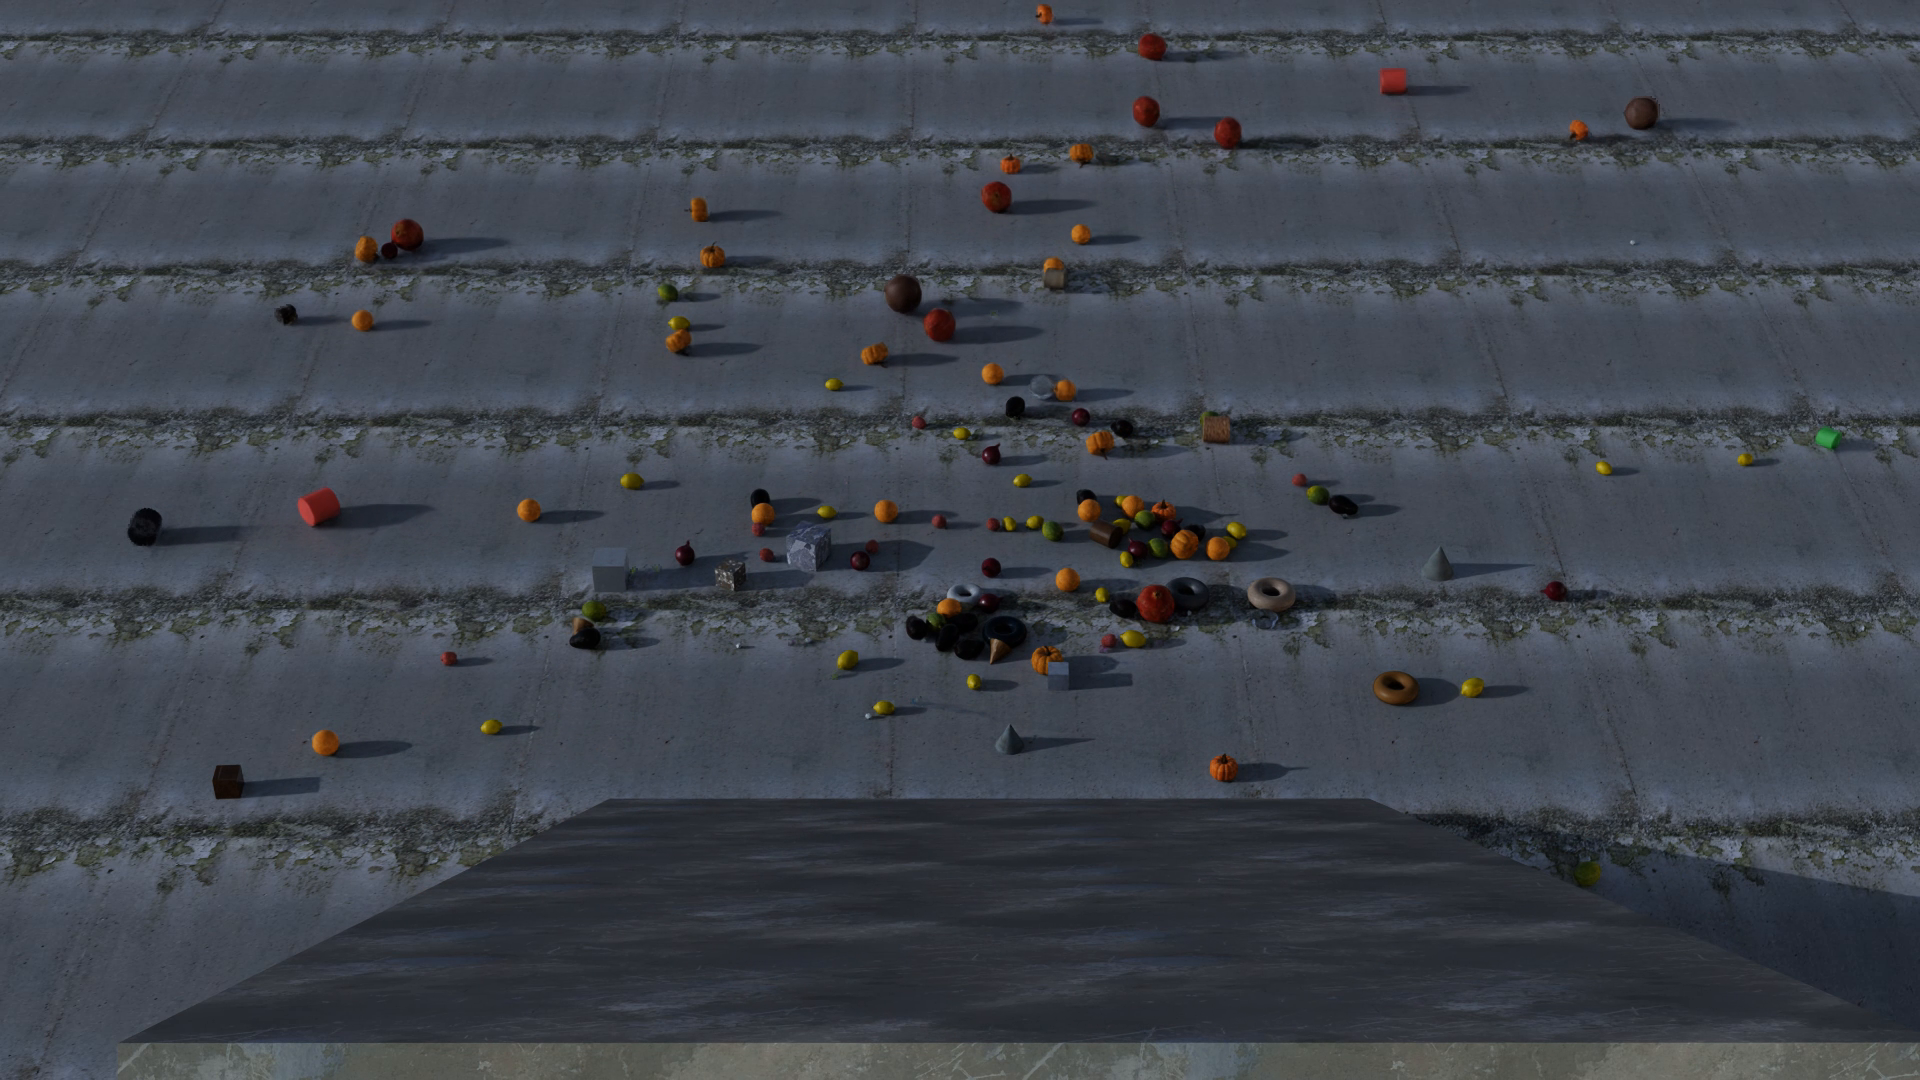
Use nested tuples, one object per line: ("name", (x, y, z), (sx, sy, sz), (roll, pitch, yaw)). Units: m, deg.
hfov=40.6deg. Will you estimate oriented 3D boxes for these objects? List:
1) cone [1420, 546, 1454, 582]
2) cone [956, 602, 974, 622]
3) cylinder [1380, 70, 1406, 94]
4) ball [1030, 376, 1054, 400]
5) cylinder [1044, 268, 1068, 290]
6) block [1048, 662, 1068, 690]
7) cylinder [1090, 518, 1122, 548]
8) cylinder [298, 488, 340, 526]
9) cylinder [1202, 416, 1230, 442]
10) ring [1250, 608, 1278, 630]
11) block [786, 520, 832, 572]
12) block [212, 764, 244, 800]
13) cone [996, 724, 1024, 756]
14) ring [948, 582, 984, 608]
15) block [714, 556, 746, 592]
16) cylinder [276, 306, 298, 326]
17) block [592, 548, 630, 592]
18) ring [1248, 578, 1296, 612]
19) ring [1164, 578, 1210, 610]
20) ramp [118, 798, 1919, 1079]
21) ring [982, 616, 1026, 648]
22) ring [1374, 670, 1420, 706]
("cone", (1.434, 0.055, 7.783), (0.100, 0.100, 0.100), (0, 35, 0))
("cone", (0.008, 0.217, 7.619), (0.053, 0.053, 0.053), (9, 63, 12))
("cylinder", (1.748, -1.851, 10.493), (0.093, 0.093, 0.093), (0, 35, 1))
("ball", (0.271, -0.504, 8.597), (0.075, 0.075, 0.075), (0, 35, 0))
("cylinder", (0.338, -0.923, 9.198), (0.069, 0.069, 0.069), (6, 35, 18))
("block", (0.278, 0.386, 7.350), (0.058, 0.058, 0.058), (0, 35, 0))
("cylinder", (0.445, -0.019, 7.912), (0.073, 0.073, 0.073), (25, 42, 31))
("cylinder", (-1.976, -0.101, 8.012), (0.092, 0.092, 0.092), (-28, 44, -33))
("cylinder", (0.827, -0.357, 8.383), (0.082, 0.082, 0.082), (2, 35, 3))
("ring", (0.889, 0.231, 7.595), (0.084, 0.028, 0.084), (-1, 36, 0))
("block", (-0.456, 0.018, 7.837), (0.098, 0.098, 0.098), (16, 38, 21))
("block", (-1.963, 0.649, 6.971), (0.064, 0.064, 0.064), (-2, 35, -3))
("cone", (0.137, 0.533, 7.121), (0.080, 0.080, 0.080), (0, 35, 0))
("ring", (0.017, 0.165, 7.681), (0.111, 0.037, 0.111), (-1, 34, 0))
("block", (-0.684, 0.102, 7.746), (0.065, 0.065, 0.065), (17, 39, 23))
("cylinder", (-2.335, -0.779, 9.006), (0.054, 0.054, 0.054), (-29, 44, -32))
("block", (-1.040, 0.089, 7.738), (0.095, 0.095, 0.095), (0, 35, 0))
("ring", (0.921, 0.161, 7.678), (0.144, 0.048, 0.144), (1, 35, -1))
("ring", (0.669, 0.160, 7.682), (0.137, 0.046, 0.137), (1, 35, -1))
("ramp", (0.078, 0.666, 4.842), (2.000, 0.100, 4.000), (0, -2, 0))
("ring", (0.129, 0.268, 7.531), (0.131, 0.044, 0.131), (-1, 36, 1))
("ring", (1.229, 0.417, 7.319), (0.130, 0.043, 0.130), (-1, 35, 1))
